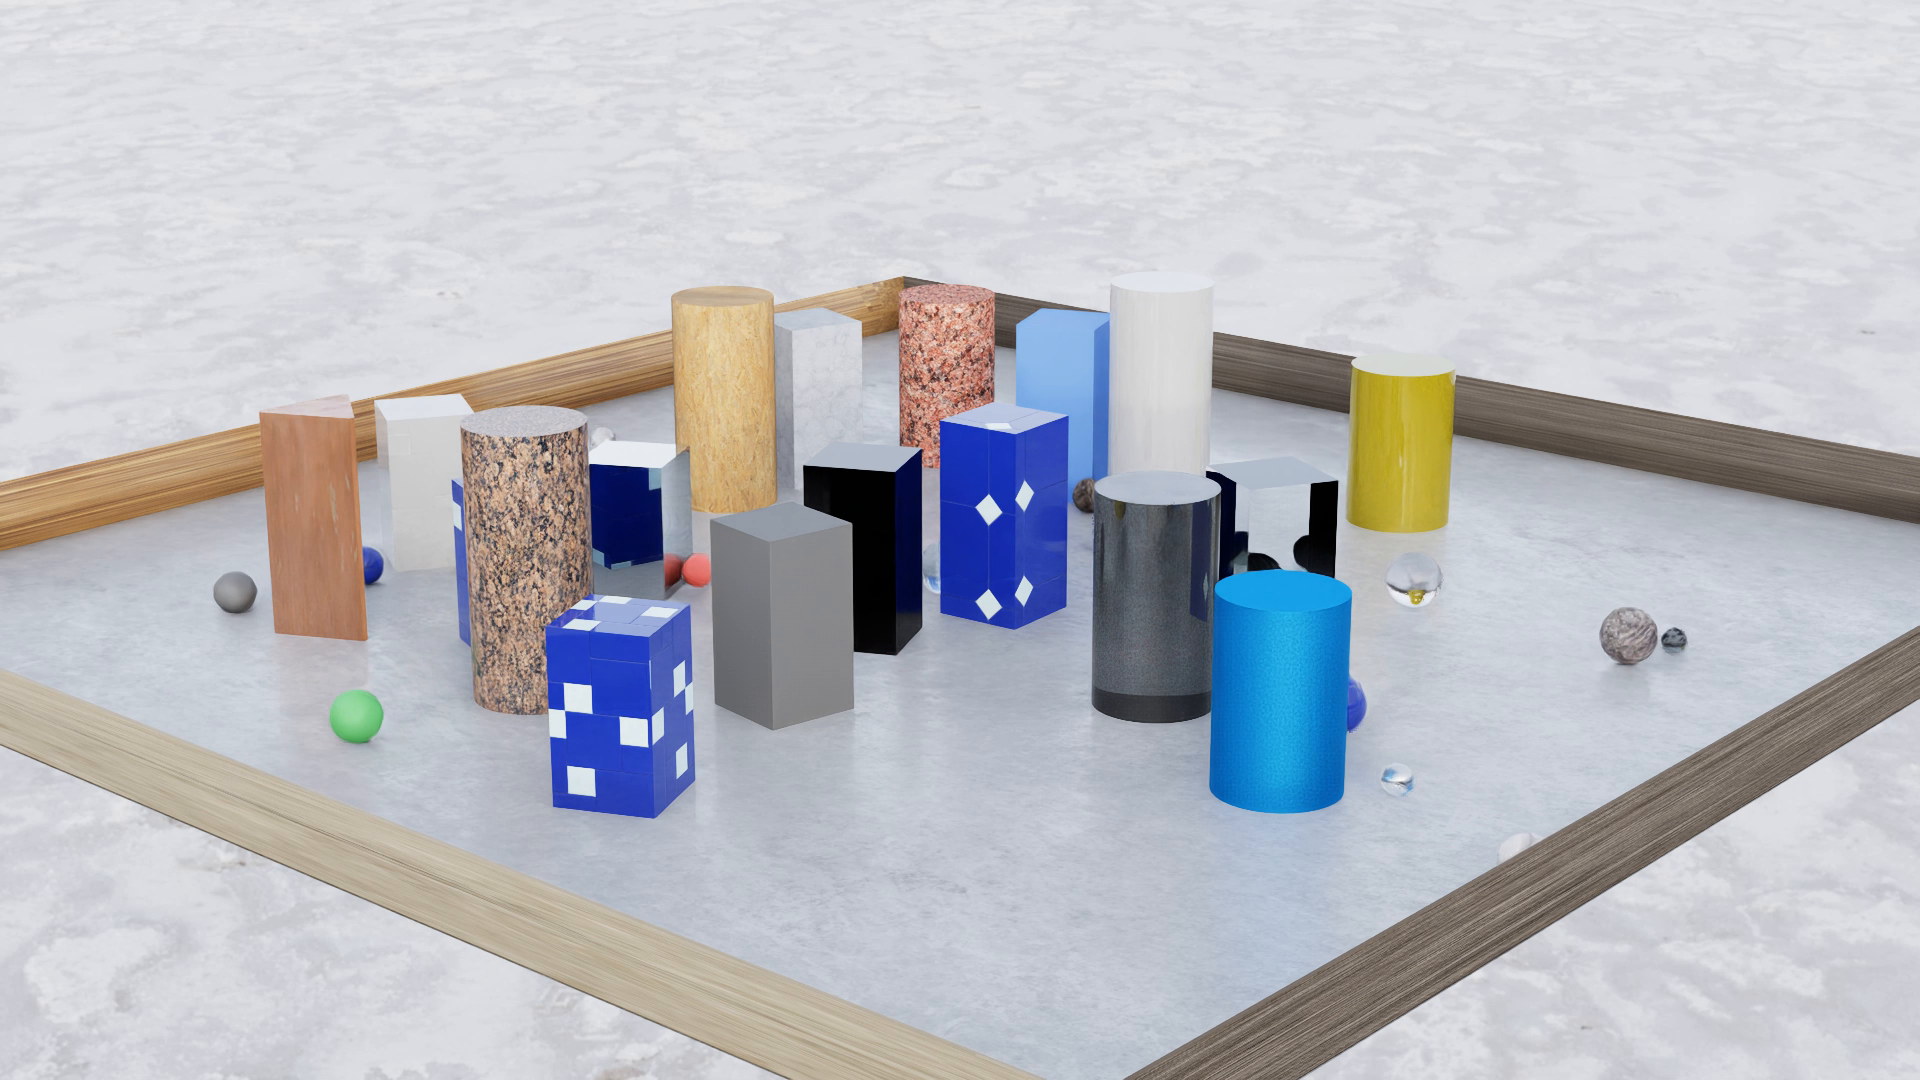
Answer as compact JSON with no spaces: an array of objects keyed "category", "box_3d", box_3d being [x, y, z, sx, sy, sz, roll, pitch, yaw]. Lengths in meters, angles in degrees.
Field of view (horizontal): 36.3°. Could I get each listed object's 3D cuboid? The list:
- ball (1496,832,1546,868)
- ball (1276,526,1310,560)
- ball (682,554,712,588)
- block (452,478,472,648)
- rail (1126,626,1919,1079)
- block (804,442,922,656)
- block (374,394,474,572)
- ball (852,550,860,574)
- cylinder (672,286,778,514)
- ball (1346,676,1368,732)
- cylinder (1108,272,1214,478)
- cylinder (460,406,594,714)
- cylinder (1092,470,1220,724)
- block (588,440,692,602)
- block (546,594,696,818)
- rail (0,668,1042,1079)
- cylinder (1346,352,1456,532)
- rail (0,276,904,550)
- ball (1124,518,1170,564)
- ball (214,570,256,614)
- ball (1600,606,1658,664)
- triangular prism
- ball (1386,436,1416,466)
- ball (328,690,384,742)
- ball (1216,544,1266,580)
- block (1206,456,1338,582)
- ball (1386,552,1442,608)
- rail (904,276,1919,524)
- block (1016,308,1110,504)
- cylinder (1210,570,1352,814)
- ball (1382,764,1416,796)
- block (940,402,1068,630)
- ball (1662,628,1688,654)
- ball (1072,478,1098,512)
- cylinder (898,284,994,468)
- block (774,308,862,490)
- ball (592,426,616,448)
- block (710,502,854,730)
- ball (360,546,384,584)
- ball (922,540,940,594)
[{"category":"ball","box_3d":[0.751,0.428,3.887,0.081,0.081,0.081,0,17,0]},{"category":"ball","box_3d":[0.606,0.004,5.327,0.062,0.062,0.062,0,17,0]},{"category":"ball","box_3d":[-0.461,0.055,5.168,0.057,0.057,0.057,0,17,0]},{"category":"block","box_3d":[-0.732,0.041,4.835,0.156,0.276,0.156,-9,19,-26]},{"category":"rail","box_3d":[1.114,0.311,4.194,0.045,0.127,3.031,14,22,39]},{"category":"block","box_3d":[-0.159,0.013,4.864,0.156,0.313,0.156,5,17,15]},{"category":"block","box_3d":[-0.963,-0.105,5.312,0.156,0.280,0.156,-6,18,-18]},{"category":"ball","box_3d":[-0.199,0.039,5.244,0.043,0.043,0.043,0,17,0]},{"category":"cylinder","box_3d":[-0.453,-0.272,5.652,0.195,0.404,0.195,0,17,0]},{"category":"ball","box_3d":[0.572,0.249,4.460,0.095,0.095,0.095,0,17,0]},{"category":"cylinder","box_3d":[0.379,-0.267,5.550,0.195,0.452,0.195,0,17,0]},{"category":"cylinder","box_3d":[-0.671,0.030,4.577,0.195,0.446,0.195,0,17,0]},{"category":"cylinder","box_3d":[0.304,0.087,4.555,0.195,0.350,0.195,0,17,0]},{"category":"block","box_3d":[-0.570,-0.034,5.143,0.156,0.242,0.156,4,17,13]},{"category":"block","box_3d":[-0.484,0.236,4.195,0.156,0.271,0.156,5,17,16]},{"category":"rail","box_3d":[-0.978,0.357,4.042,2.997,0.127,0.045,14,22,39]},{"category":"cylinder","box_3d":[0.832,-0.185,5.541,0.195,0.301,0.195,0,17,0]},{"category":"rail","box_3d":[-1.114,-0.247,6.046,0.045,0.127,3.031,14,22,39]},{"category":"ball","box_3d":[0.338,0.002,5.299,0.083,0.083,0.083,0,17,0]},{"category":"ball","box_3d":[-1.243,0.089,5.027,0.073,0.073,0.073,0,17,0]},{"category":"ball","box_3d":[1.088,0.155,4.771,0.094,0.094,0.094,0,17,0]},{"category":"triangular prism","box_3d":[-1.053,-0.042,4.924,0.169,0.383,0.146,5,17,15]},{"category":"ball","box_3d":[0.895,-0.181,5.945,0.059,0.059,0.059,0,17,0]},{"category":"ball","box_3d":[-0.912,0.266,4.427,0.081,0.081,0.081,0,17,0]},{"category":"ball","box_3d":[0.493,0.049,5.135,0.087,0.087,0.087,0,17,0]},{"category":"block","box_3d":[0.496,0.050,4.711,0.156,0.329,0.156,-6,18,-20]},{"category":"ball","box_3d":[0.783,0.069,5.053,0.096,0.096,0.096,0,17,0]},{"category":"rail","box_3d":[0.978,-0.293,6.198,2.997,0.127,0.045,14,22,39]},{"category":"block","box_3d":[0.208,-0.262,5.719,0.156,0.345,0.156,6,18,19]},{"category":"cylinder","box_3d":[0.459,0.216,4.210,0.195,0.301,0.195,0,17,0]},{"category":"ball","box_3d":[0.631,0.345,4.220,0.048,0.048,0.048,0,17,0]},{"category":"block","box_3d":[0.075,-0.043,5.000,0.156,0.341,0.156,12,20,34]},{"category":"ball","box_3d":[1.176,0.165,4.827,0.042,0.042,0.042,0,17,0]},{"category":"ball","box_3d":[0.247,-0.084,5.615,0.065,0.065,0.065,0,17,0]},{"category":"cylinder","box_3d":[-0.027,-0.335,5.972,0.195,0.339,0.195,0,17,0]},{"category":"block","box_3d":[-0.301,-0.284,5.836,0.156,0.319,0.156,-10,20,-31]},{"category":"ball","box_3d":[-0.735,-0.209,6.052,0.051,0.051,0.051,0,17,0]},{"category":"block","box_3d":[-0.275,0.116,4.543,0.156,0.301,0.156,-13,21,-37]},{"category":"ball","box_3d":[-1.052,0.044,5.184,0.068,0.068,0.068,0,17,0]},{"category":"ball","box_3d":[-0.024,0.048,5.120,0.097,0.097,0.097,0,17,0]}]
